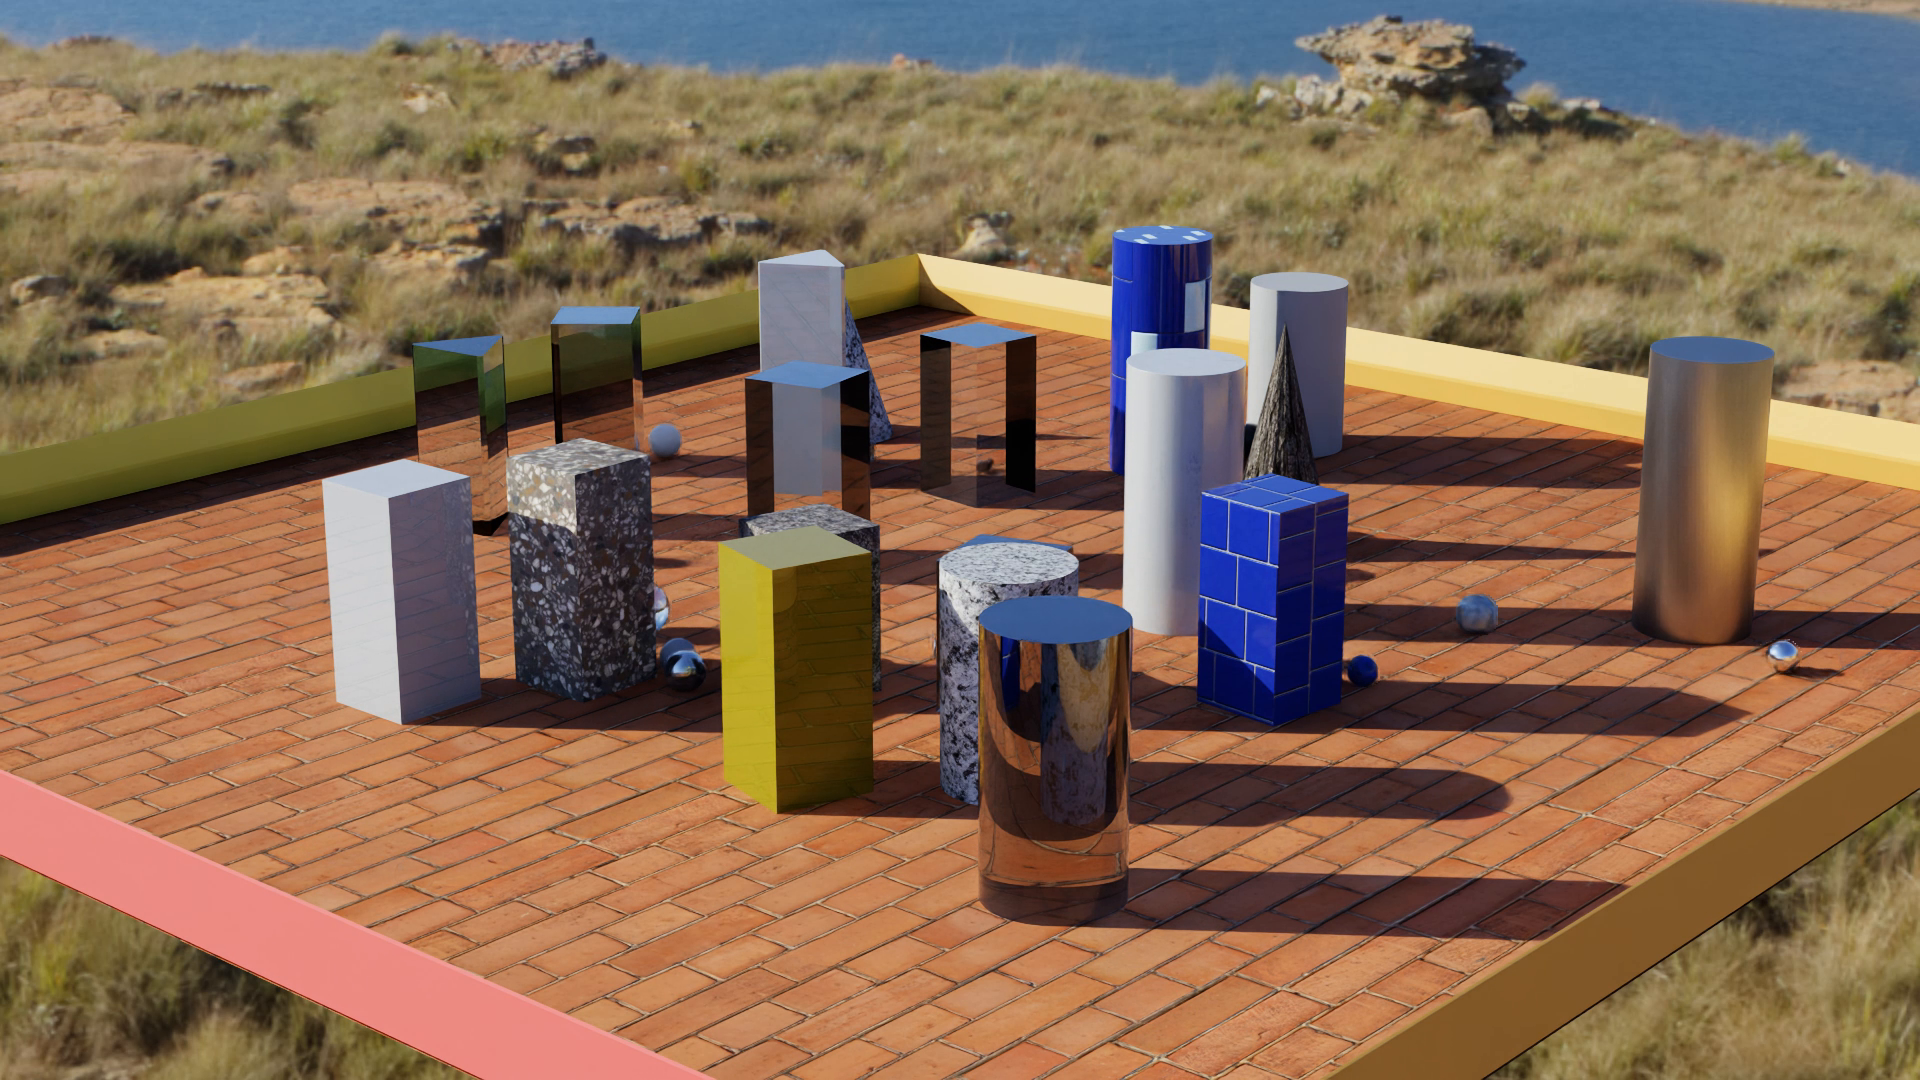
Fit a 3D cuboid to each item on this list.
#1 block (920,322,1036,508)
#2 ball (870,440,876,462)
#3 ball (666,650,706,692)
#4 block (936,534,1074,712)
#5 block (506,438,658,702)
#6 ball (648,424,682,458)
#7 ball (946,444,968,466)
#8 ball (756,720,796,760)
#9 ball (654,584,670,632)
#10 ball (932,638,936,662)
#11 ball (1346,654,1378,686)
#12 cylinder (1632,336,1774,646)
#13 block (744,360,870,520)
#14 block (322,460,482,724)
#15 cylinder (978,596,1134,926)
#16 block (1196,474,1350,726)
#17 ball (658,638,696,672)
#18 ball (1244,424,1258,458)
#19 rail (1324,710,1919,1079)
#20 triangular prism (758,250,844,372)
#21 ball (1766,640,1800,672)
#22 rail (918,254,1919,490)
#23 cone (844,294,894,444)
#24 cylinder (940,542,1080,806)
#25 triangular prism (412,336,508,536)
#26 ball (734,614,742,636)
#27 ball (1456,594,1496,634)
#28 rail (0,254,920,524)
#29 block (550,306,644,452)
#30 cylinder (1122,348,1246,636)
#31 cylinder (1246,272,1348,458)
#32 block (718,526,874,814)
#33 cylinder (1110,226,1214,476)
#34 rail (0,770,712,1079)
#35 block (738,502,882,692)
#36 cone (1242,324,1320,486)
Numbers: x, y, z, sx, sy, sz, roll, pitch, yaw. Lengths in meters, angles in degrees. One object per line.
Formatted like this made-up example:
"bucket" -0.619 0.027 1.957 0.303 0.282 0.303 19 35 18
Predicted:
"block" 0.035 -0.245 5.721 0.160 0.317 0.160 -15 22 -41
"ball" -0.207 -0.180 5.929 0.072 0.072 0.072 0 17 0
"ball" -0.435 0.207 4.654 0.066 0.066 0.066 0 17 0
"block" 0.070 0.139 4.569 0.160 0.246 0.160 8 18 25
"block" -0.600 0.046 4.660 0.160 0.371 0.160 14 22 39
"ball" -0.606 -0.203 6.011 0.068 0.068 0.068 0 17 0
"ball" -0.005 -0.174 5.957 0.043 0.043 0.043 0 17 0
"ball" -0.274 0.297 4.361 0.062 0.062 0.062 0 17 0
"ball" -0.532 0.115 4.915 0.093 0.093 0.093 0 17 0
"ball" -0.014 0.178 4.754 0.065 0.065 0.065 0 17 0
"ball" 0.642 0.208 4.677 0.050 0.050 0.050 0 17 0
"cylinder" 1.240 -0.084 4.901 0.199 0.480 0.199 0 17 0
"block" -0.271 -0.125 5.255 0.160 0.354 0.160 9 19 29
"block" -0.868 0.078 4.567 0.160 0.363 0.160 14 22 39
"cylinder" 0.124 0.286 3.835 0.199 0.386 0.199 0 17 0
"block" 0.486 0.091 4.562 0.160 0.342 0.160 -15 22 -40
"ball" -0.454 0.189 4.719 0.062 0.062 0.062 0 17 0
"ball" 0.596 -0.204 6.009 0.071 0.071 0.071 0 17 0
"rail" 1.234 0.341 4.094 0.045 0.130 3.494 14 22 39
"triangular prism" -0.292 -0.344 5.826 0.173 0.444 0.150 4 17 13
"ball" 1.330 0.189 4.739 0.052 0.052 0.052 0 17 0
"rail" 1.130 -0.343 6.366 3.315 0.130 0.045 14 22 39
"cone" -0.240 -0.369 6.160 0.199 0.301 0.199 0 17 0
"cylinder" 0.070 0.193 4.232 0.199 0.336 0.199 0 17 0
"triangular prism" -0.909 -0.204 5.536 0.173 0.345 0.150 11 20 33
"ball" -0.349 0.140 4.898 0.053 0.053 0.053 0 17 0
"ball" 0.867 0.125 4.923 0.068 0.068 0.068 0 17 0
"rail" -1.234 -0.276 6.145 0.045 0.130 3.494 14 22 39
"block" -0.730 -0.302 5.922 0.160 0.310 0.160 0 17 1
"cylinder" 0.377 -0.082 4.949 0.199 0.449 0.199 0 17 0
"cylinder" 0.696 -0.363 6.057 0.199 0.348 0.199 0 17 0
"block" -0.235 0.184 4.216 0.160 0.363 0.160 -10 20 -31
"cylinder" 0.402 -0.376 5.878 0.199 0.477 0.199 0 17 0
"rail" -1.130 0.408 3.874 3.315 0.130 0.045 14 22 39
"block" -0.237 0.103 4.637 0.160 0.274 0.160 -12 21 -35
"cone" 0.587 -0.190 5.346 0.199 0.427 0.199 0 17 0
